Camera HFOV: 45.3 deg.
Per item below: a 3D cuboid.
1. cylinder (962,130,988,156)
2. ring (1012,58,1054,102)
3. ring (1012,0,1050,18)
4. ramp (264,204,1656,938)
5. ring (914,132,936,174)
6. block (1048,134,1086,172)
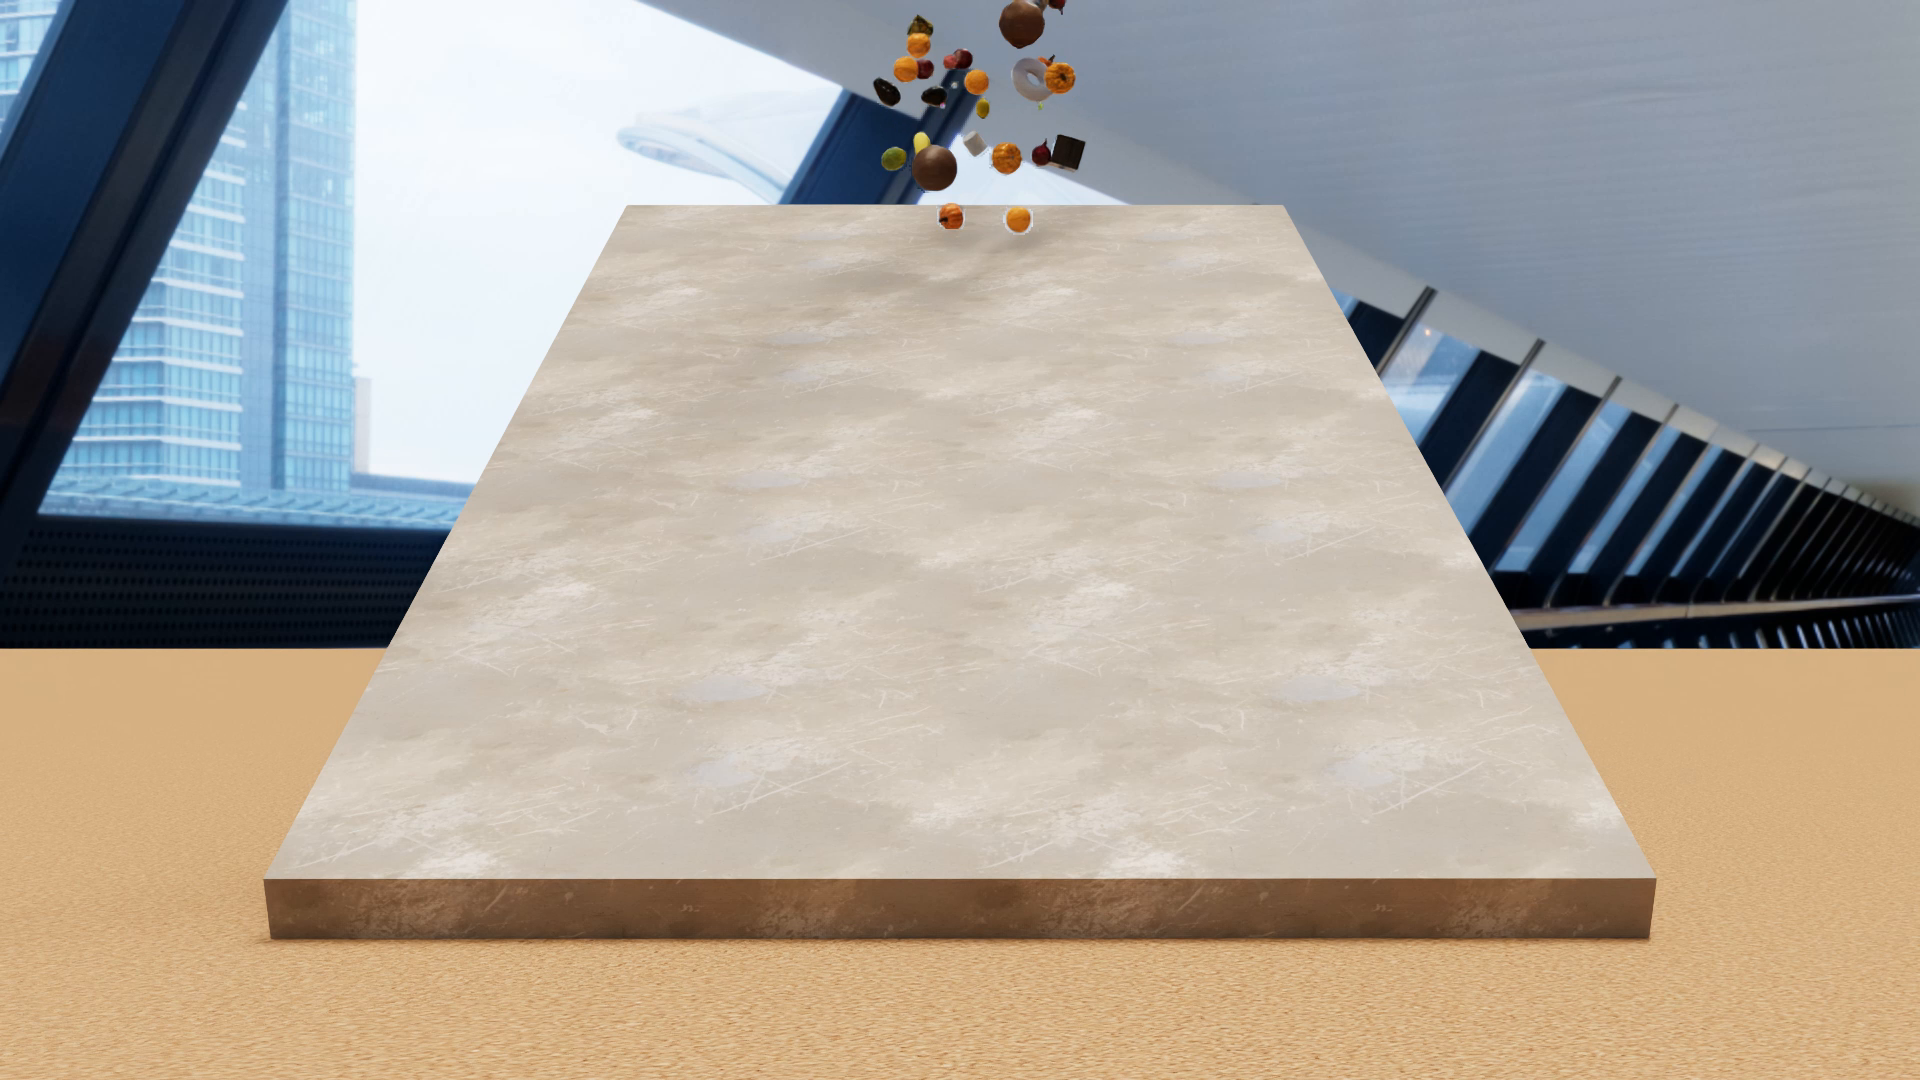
[{"bbox_3d":[0.041,-1.098,6.363,0.052,0.052,0.052,-3,-47,53],"label":"cylinder"},{"bbox_3d":[0.212,-1.336,6.672,0.139,0.139,0.046,2,-21,-31],"label":"ring"},{"bbox_3d":[0.211,-1.587,6.699,0.047,0.142,0.142,35,19,33],"label":"ring"},{"bbox_3d":[-0.007,-0.222,5.169,2.000,0.100,4.000,0,22,0],"label":"ramp"},{"bbox_3d":[-0.102,-1.125,6.683,0.041,0.123,0.123,-14,-5,8],"label":"ring"},{"bbox_3d":[0.310,-1.129,6.707,0.084,0.084,0.084,16,3,-5],"label":"block"}]
